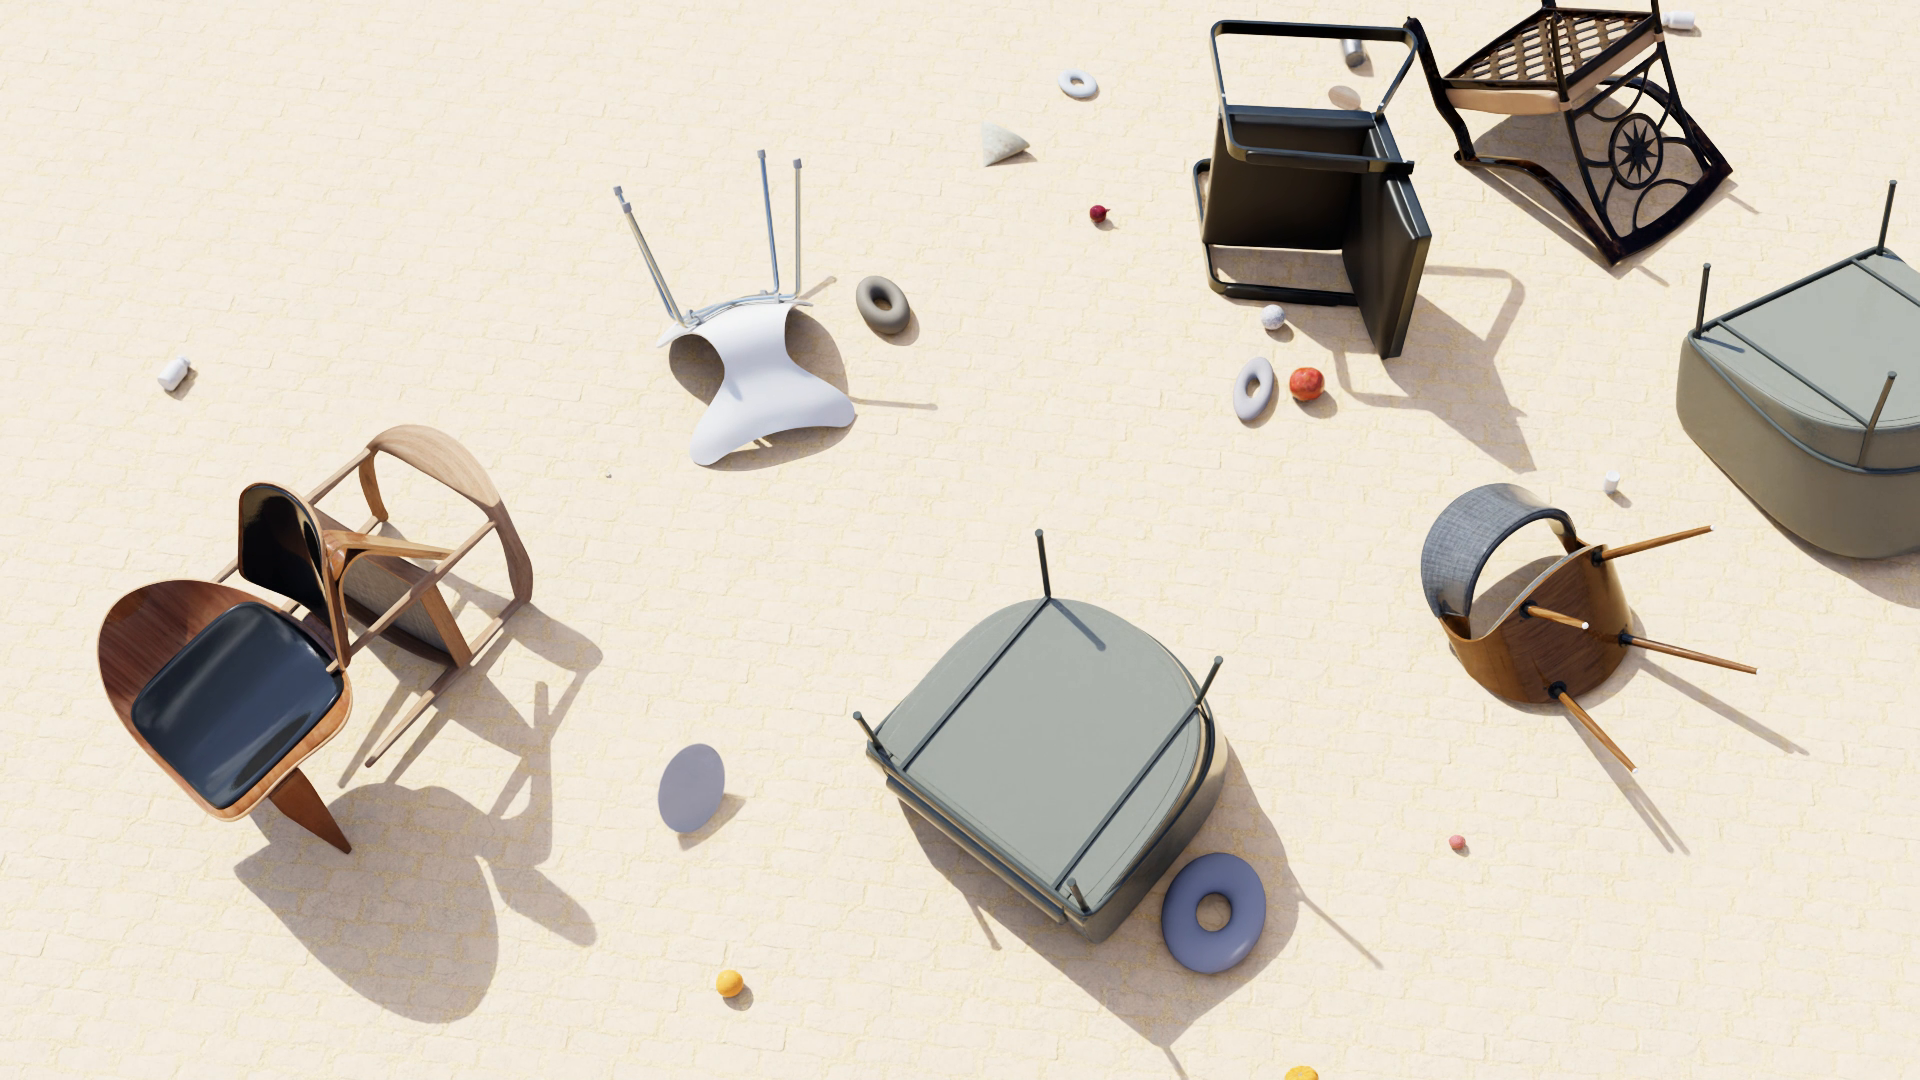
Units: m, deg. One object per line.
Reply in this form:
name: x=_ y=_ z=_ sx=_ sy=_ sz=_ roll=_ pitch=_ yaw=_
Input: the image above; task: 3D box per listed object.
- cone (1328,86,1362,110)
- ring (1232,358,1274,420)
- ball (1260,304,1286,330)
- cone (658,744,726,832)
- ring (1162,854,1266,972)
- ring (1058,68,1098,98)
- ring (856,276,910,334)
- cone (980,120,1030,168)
cone: x=1.332 y=-1.525 z=7.579 sx=0.122 sy=0.077 sz=0.047 roll=27 pitch=21 yaw=19
ring: x=0.916 y=-0.473 z=6.864 sx=0.119 sy=0.045 sz=0.257 roll=13 pitch=57 yaw=10
ball: x=0.996 y=-0.709 z=7.002 sx=0.080 sy=0.080 sz=0.080 roll=0 pitch=56 yaw=0
cone: x=-0.783 y=0.664 z=6.071 sx=0.170 sy=0.208 sz=0.252 roll=15 pitch=91 yaw=51
ring: x=0.676 y=0.992 z=5.858 sx=0.272 sy=0.085 sz=0.352 roll=19 pitch=59 yaw=11
ring: x=0.407 y=-1.582 z=7.619 sx=0.149 sy=0.028 sz=0.120 roll=35 pitch=62 yaw=20
ring: x=-0.247 y=-0.753 z=7.034 sx=0.155 sy=0.077 sz=0.235 roll=-24 pitch=60 yaw=-17
cone: x=0.117 y=-1.315 z=7.432 sx=0.198 sy=0.084 sz=0.144 roll=28 pitch=77 yaw=16
